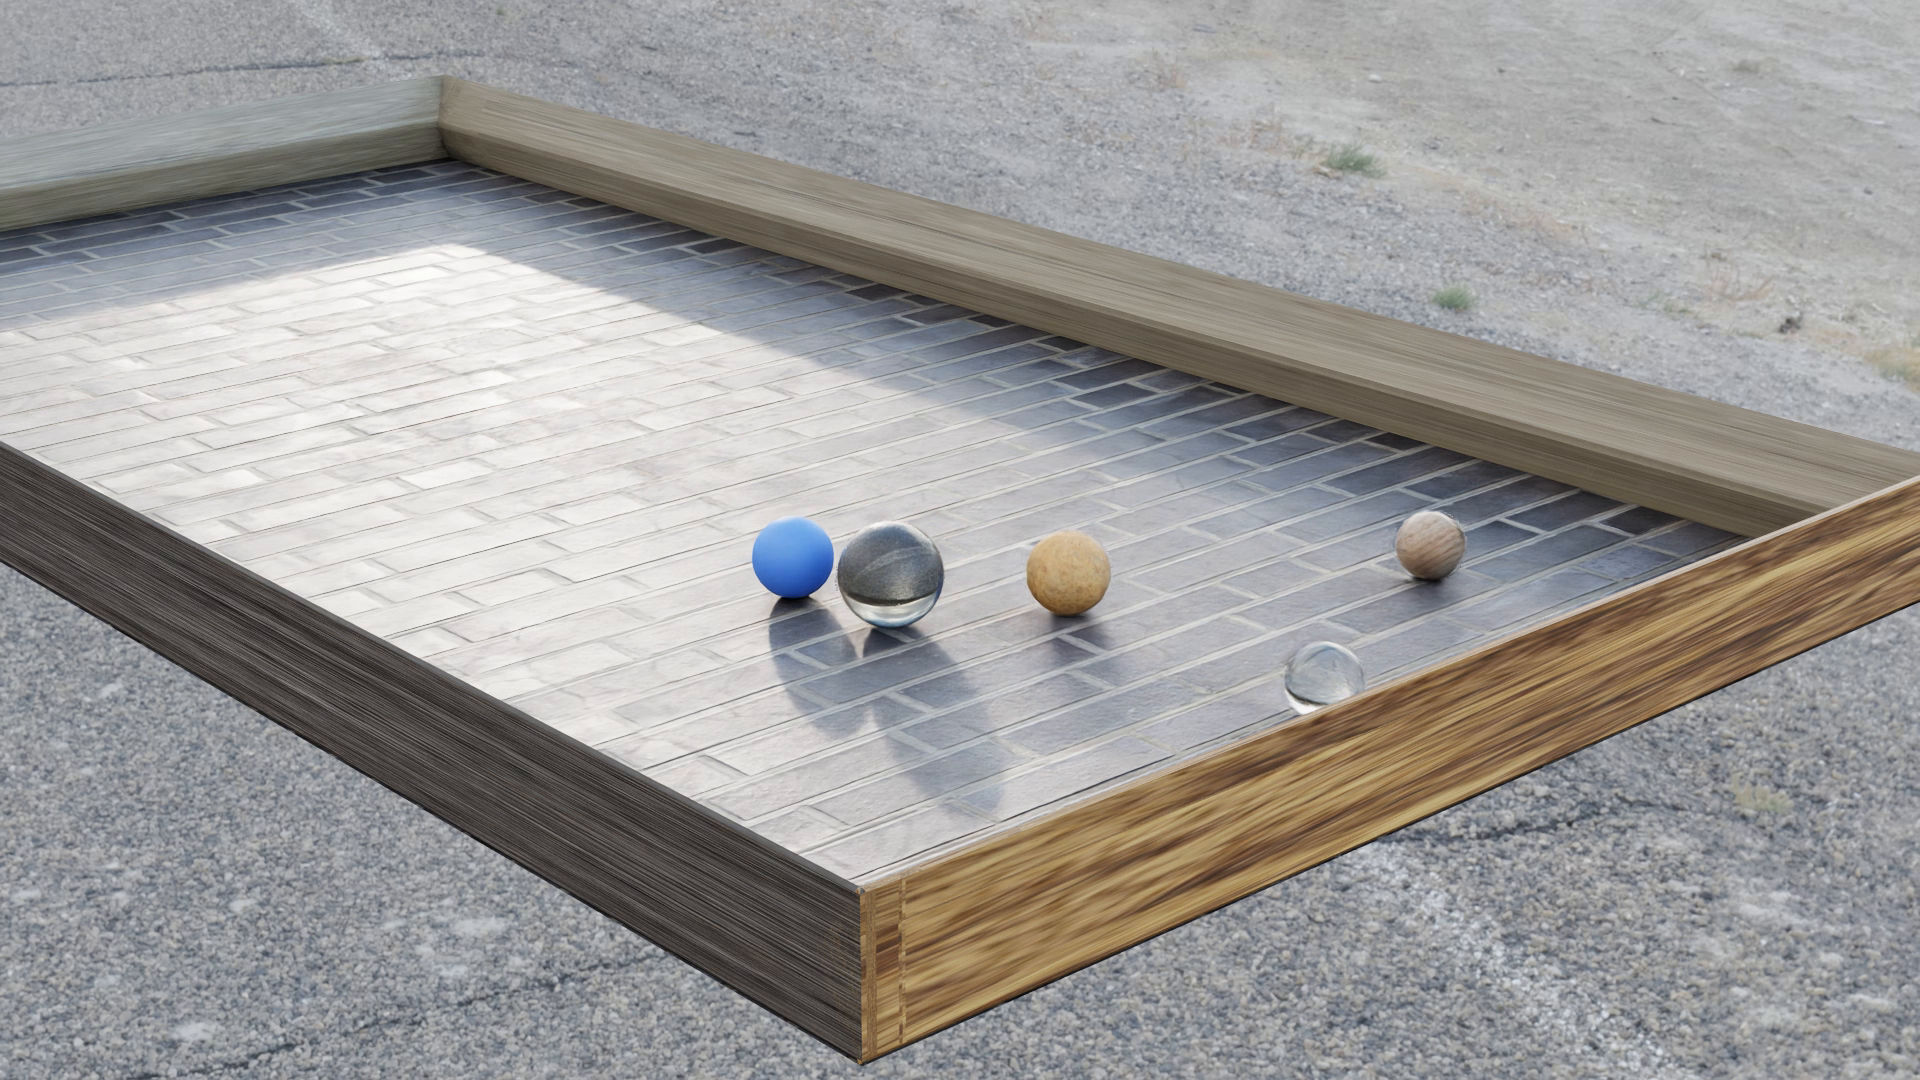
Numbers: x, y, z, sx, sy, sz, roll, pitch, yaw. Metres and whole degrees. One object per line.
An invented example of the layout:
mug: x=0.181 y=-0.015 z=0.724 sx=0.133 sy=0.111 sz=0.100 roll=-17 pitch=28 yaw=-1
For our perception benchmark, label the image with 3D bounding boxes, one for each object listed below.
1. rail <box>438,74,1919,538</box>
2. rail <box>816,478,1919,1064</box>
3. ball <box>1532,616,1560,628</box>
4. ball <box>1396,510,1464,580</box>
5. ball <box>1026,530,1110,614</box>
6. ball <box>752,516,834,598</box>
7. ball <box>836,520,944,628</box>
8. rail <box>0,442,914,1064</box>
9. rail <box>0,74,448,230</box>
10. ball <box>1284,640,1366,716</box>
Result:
rail: x=0.047 y=-0.331 z=3.655 sx=0.045 sy=0.128 sz=2.591 roll=-17 pitch=26 yaw=-39
rail: x=0.416 y=0.132 z=2.358 sx=1.332 sy=0.128 sz=0.045 roll=-17 pitch=26 yaw=-39
ball: x=0.515 y=0.104 z=2.518 sx=0.076 sy=0.076 sz=0.076 roll=0 pitch=20 yaw=0
ball: x=0.449 y=0.005 z=2.809 sx=0.066 sy=0.066 sz=0.066 roll=0 pitch=20 yaw=0
ball: x=0.100 y=0.030 z=2.720 sx=0.079 sy=0.079 sz=0.079 roll=0 pitch=20 yaw=0
ball: x=-0.157 y=0.016 z=2.761 sx=0.078 sy=0.078 sz=0.078 roll=0 pitch=20 yaw=0
ball: x=-0.063 y=0.032 z=2.687 sx=0.098 sy=0.098 sz=0.098 roll=0 pitch=20 yaw=0
rail: x=-0.911 y=-0.043 z=2.848 sx=0.045 sy=0.128 sz=2.591 roll=-17 pitch=26 yaw=-39
rail: x=-1.280 y=-0.506 z=4.145 sx=1.332 sy=0.128 sz=0.045 roll=-17 pitch=26 yaw=-39
ball: x=0.308 y=0.119 z=2.485 sx=0.069 sy=0.069 sz=0.069 roll=0 pitch=20 yaw=0
